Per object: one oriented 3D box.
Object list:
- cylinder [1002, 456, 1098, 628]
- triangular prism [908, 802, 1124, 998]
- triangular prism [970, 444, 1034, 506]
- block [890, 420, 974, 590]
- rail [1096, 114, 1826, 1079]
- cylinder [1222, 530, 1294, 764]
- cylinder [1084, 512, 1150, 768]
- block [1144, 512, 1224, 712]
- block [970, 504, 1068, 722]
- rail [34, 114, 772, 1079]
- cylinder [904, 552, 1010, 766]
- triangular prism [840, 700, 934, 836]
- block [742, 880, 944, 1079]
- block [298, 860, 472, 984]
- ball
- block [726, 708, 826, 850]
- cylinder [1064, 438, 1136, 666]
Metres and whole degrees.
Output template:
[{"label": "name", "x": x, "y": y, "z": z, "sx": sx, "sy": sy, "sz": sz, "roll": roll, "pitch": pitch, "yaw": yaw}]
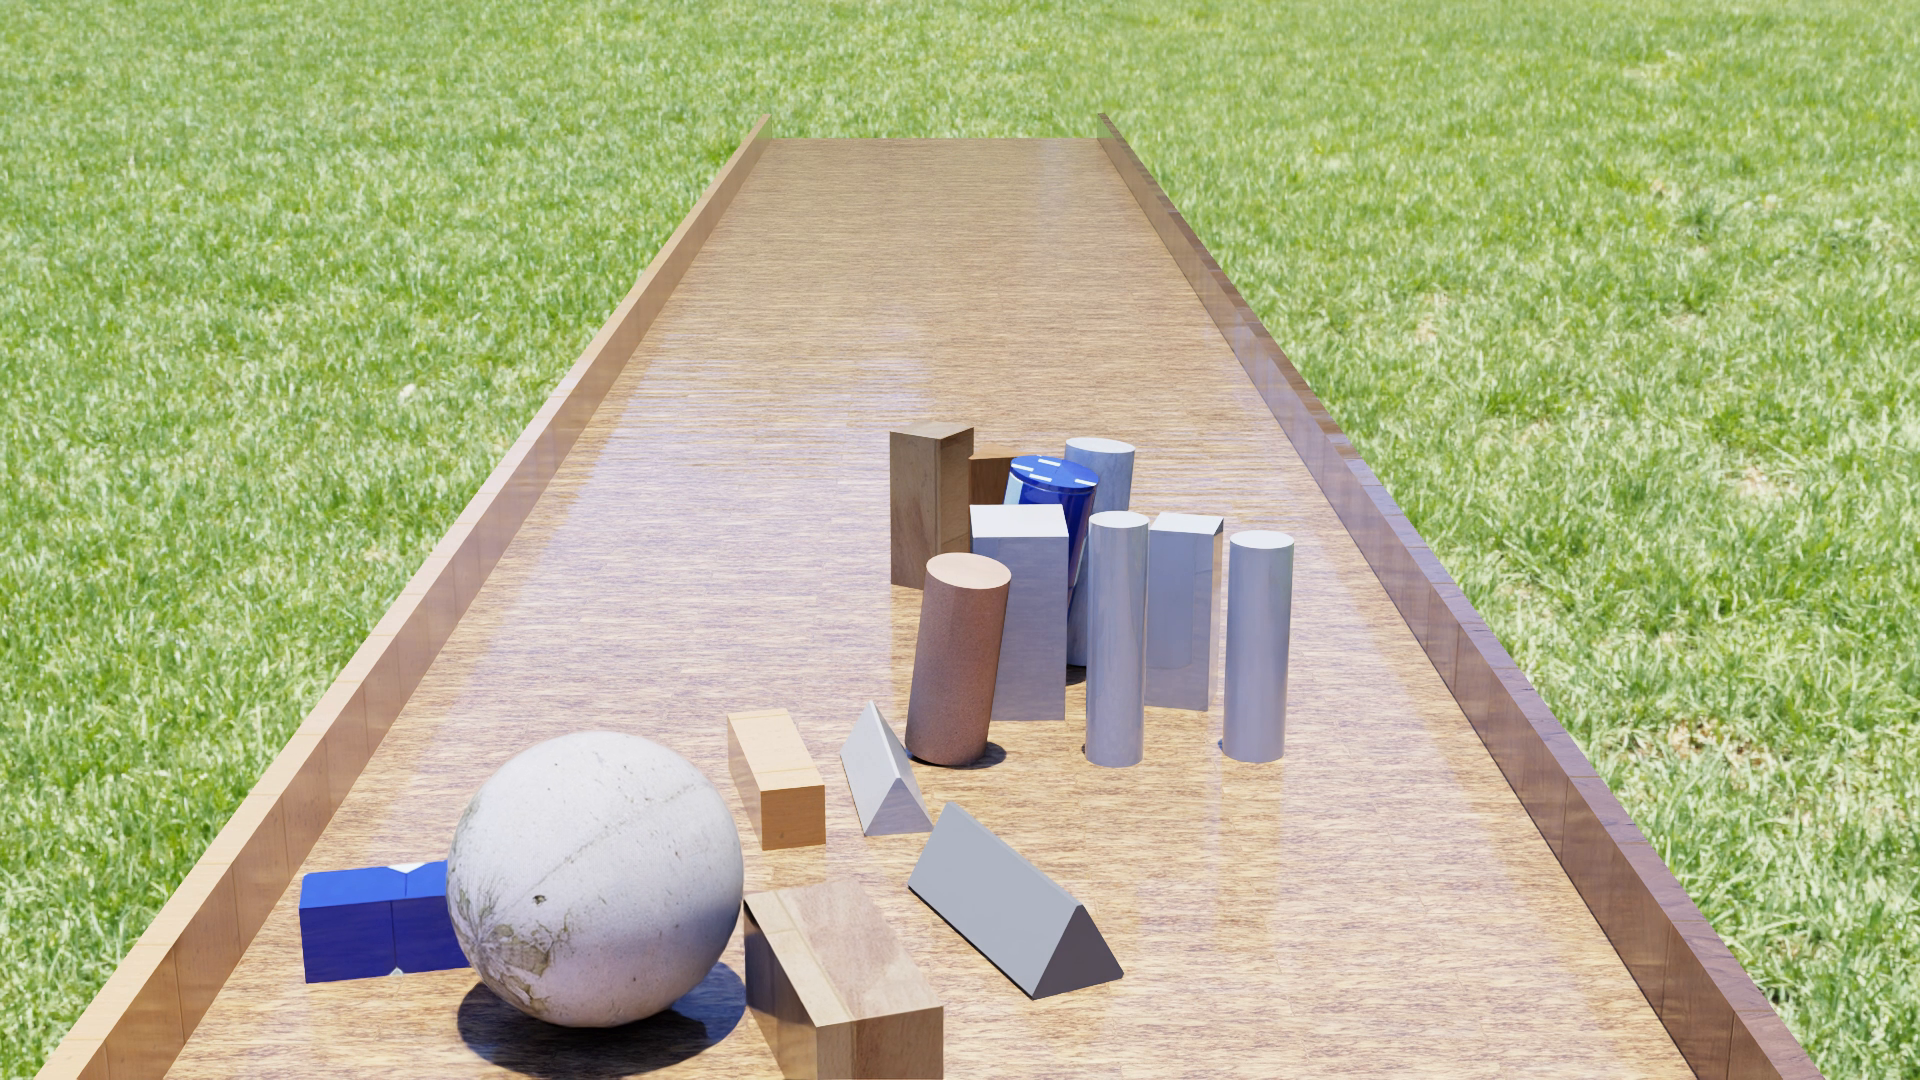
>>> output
[{"label": "cylinder", "x": 0.144, "y": 0.058, "z": 4.268, "sx": 0.172, "sy": 0.410, "sz": 0.172, "roll": 10, "pitch": 20, "yaw": -4}, {"label": "triangular prism", "x": 0.076, "y": 0.517, "z": 3.252, "sx": 0.148, "sy": 0.128, "sz": 0.405, "roll": -8, "pitch": 18, "yaw": -26}, {"label": "triangular prism", "x": 0.075, "y": -0.014, "z": 4.642, "sx": 0.139, "sy": 0.361, "sz": 0.120, "roll": -4, "pitch": 17, "yaw": -12}, {"label": "block", "x": -0.062, "y": -0.075, "z": 4.866, "sx": 0.133, "sy": 0.350, "sz": 0.133, "roll": 10, "pitch": 20, "yaw": 31}, {"label": "rail", "x": 0.932, "y": -0.844, "z": 7.801, "sx": 0.050, "sy": 0.150, "sz": 12.000, "roll": 0, "pitch": 17, "yaw": -1}, {"label": "cylinder", "x": 0.527, "y": 0.189, "z": 3.894, "sx": 0.111, "sy": 0.397, "sz": 0.111, "roll": 0, "pitch": 17, "yaw": 0}, {"label": "cylinder", "x": 0.275, "y": 0.175, "z": 3.864, "sx": 0.104, "sy": 0.441, "sz": 0.104, "roll": 0, "pitch": 17, "yaw": 0}, {"label": "block", "x": 0.424, "y": 0.135, "z": 4.161, "sx": 0.120, "sy": 0.348, "sz": 0.120, "roll": 4, "pitch": 17, "yaw": 15}, {"label": "block", "x": 0.107, "y": 0.136, "z": 4.111, "sx": 0.173, "sy": 0.366, "sz": 0.173, "roll": 0, "pitch": 20, "yaw": -2}, {"label": "rail", "x": -1.118, "y": -0.838, "z": 7.780, "sx": 0.050, "sy": 0.150, "sz": 12.000, "roll": 0, "pitch": 17, "yaw": -1}, {"label": "cylinder", "x": -0.006, "y": 0.210, "z": 3.878, "sx": 0.148, "sy": 0.346, "sz": 0.148, "roll": 6, "pitch": 23, "yaw": -3}, {"label": "triangular prism", "x": -0.129, "y": 0.382, "z": 3.759, "sx": 0.114, "sy": 0.098, "sz": 0.358, "roll": -3, "pitch": 17, "yaw": -9}, {"label": "block", "x": -0.159, "y": 0.610, "z": 2.891, "sx": 0.163, "sy": 0.163, "sz": 0.383, "roll": -6, "pitch": 17, "yaw": -18}, {"label": "block", "x": -0.771, "y": 0.545, "z": 3.188, "sx": 0.346, "sy": 0.117, "sz": 0.117, "roll": -4, "pitch": 17, "yaw": -12}, {"label": "ball", "x": -0.493, "y": 0.459, "z": 2.982, "sx": 0.399, "sy": 0.399, "sz": 0.399, "roll": 0, "pitch": 17, "yaw": 0}, {"label": "block", "x": -0.312, "y": 0.398, "z": 3.704, "sx": 0.104, "sy": 0.104, "sz": 0.355, "roll": -4, "pitch": 17, "yaw": -14}, {"label": "cylinder", "x": 0.257, "y": 0.023, "z": 4.369, "sx": 0.137, "sy": 0.434, "sz": 0.137, "roll": 5, "pitch": 14, "yaw": -1}]
